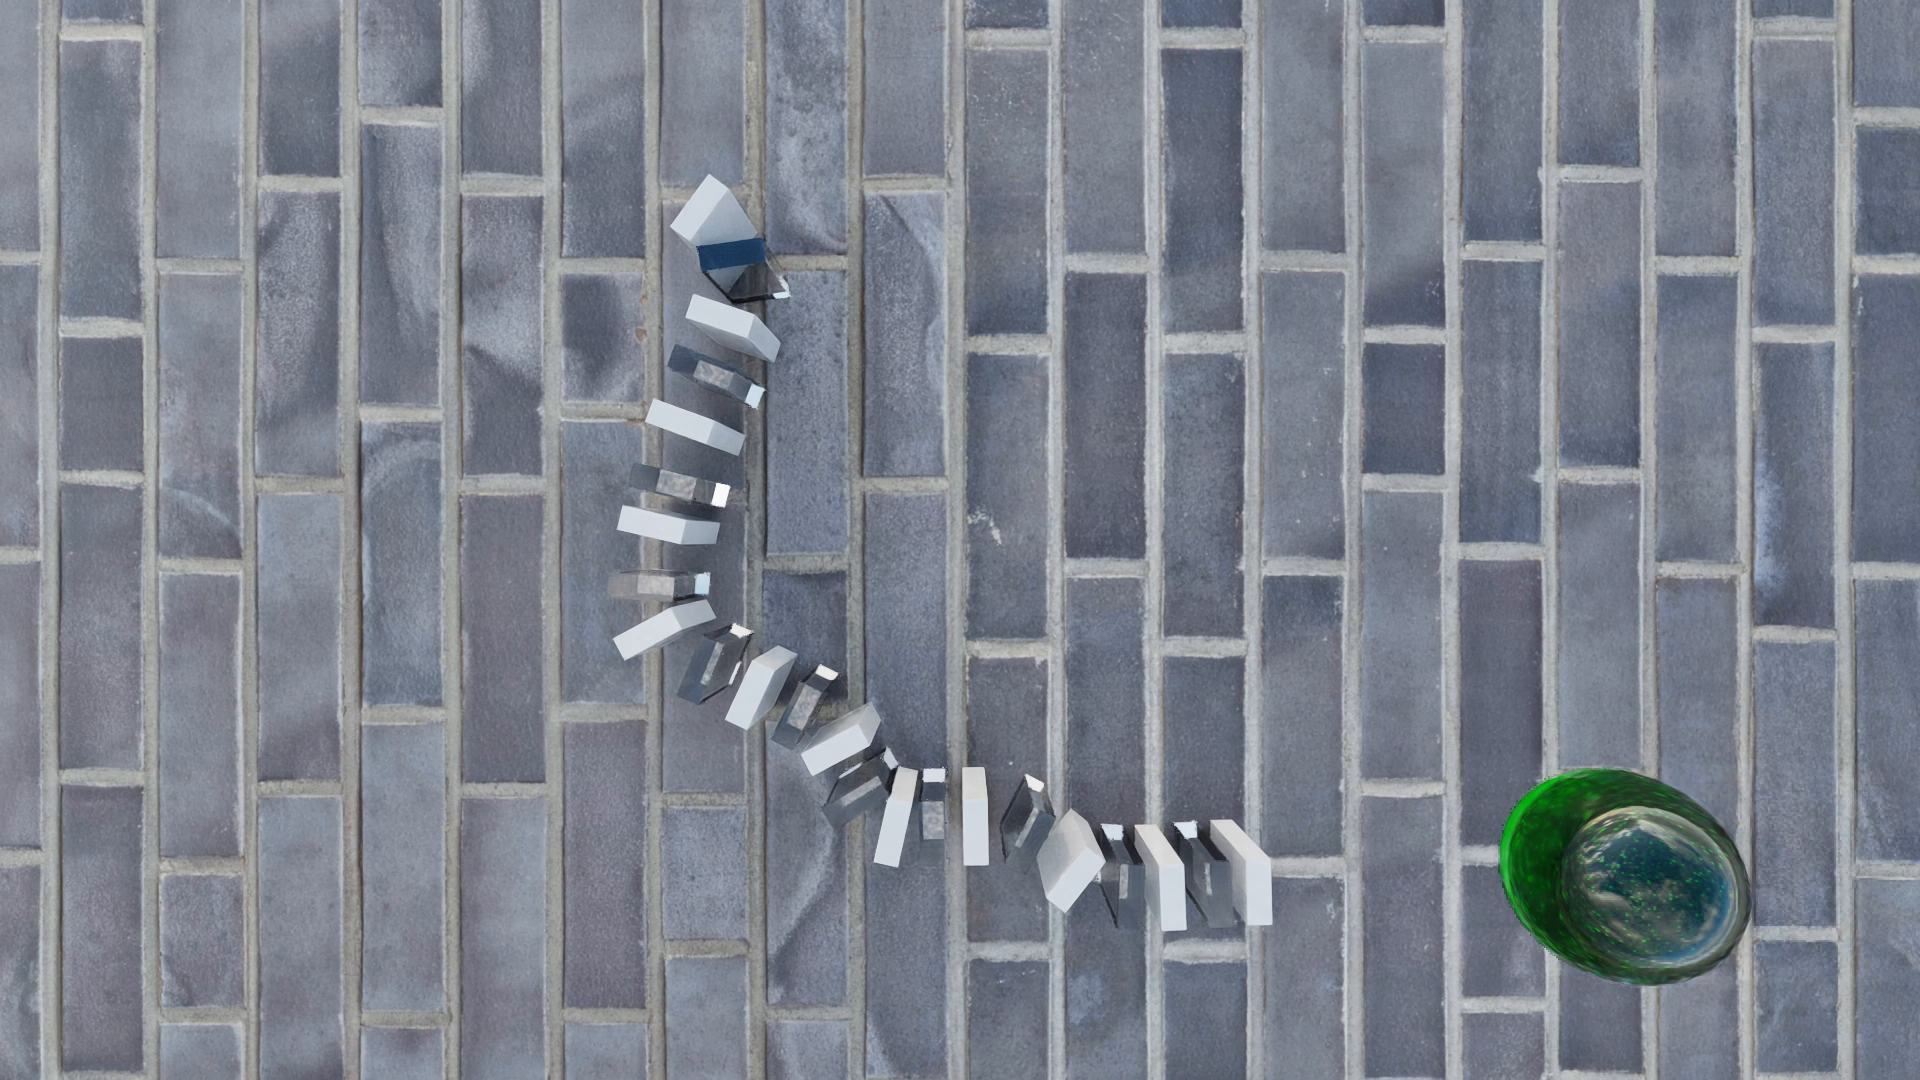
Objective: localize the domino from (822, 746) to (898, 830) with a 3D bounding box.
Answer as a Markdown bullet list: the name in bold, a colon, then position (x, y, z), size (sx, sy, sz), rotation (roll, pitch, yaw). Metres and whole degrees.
- **domino**: position (-0.040, 0.101, 0.375), size (0.025, 0.050, 0.010), rotation (-32, 90, 0)

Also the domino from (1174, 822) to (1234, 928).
- **domino**: position (0.099, 0.136, 0.375), size (0.010, 0.050, 0.025), rotation (-4, 90, 0)

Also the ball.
- **ball**: position (0.258, 0.131, 0.360), size (0.080, 0.080, 0.080), rotation (0, 90, 0)

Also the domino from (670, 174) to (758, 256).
- **domino**: position (-0.100, -0.127, 0.375), size (0.010, 0.050, 0.025), rotation (36, 90, 0)

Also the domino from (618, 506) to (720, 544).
- **domino**: position (-0.118, -0.006, 0.375), size (0.025, 0.050, 0.009), rotation (13, 90, 0)

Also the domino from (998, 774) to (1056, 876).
- **domino**: position (0.027, 0.115, 0.375), size (0.009, 0.050, 0.025), rotation (28, 90, 0)

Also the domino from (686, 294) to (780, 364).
- **domino**: position (-0.092, -0.086, 0.375), size (0.025, 0.050, 0.009), rotation (19, 90, 0)

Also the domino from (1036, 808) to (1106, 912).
- **domino**: position (0.044, 0.130, 0.375), size (0.010, 0.050, 0.025), rotation (38, 90, 0)

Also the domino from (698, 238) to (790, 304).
- **domino**: position (-0.087, -0.109, 0.375), size (0.025, 0.050, 0.010), rotation (-8, 90, 0)

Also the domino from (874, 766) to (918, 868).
- **domino**: position (-0.026, 0.112, 0.375), size (0.010, 0.050, 0.025), rotation (13, 90, 0)

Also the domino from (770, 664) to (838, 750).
- **domino**: position (-0.063, 0.067, 0.375), size (0.010, 0.050, 0.025), rotation (27, 90, 0)

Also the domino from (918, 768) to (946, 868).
- **domino**: position (-0.011, 0.112, 0.375), size (0.010, 0.050, 0.025), rotation (-1, 90, 0)

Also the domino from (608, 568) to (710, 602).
- **domino**: position (-0.122, 0.018, 0.375), size (0.025, 0.050, 0.010), rotation (4, 90, 0)

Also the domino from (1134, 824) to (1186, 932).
- **domino**: position (0.081, 0.137, 0.375), size (0.009, 0.050, 0.025), rotation (-2, 90, 0)

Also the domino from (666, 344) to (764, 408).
- **domino**: position (-0.099, -0.066, 0.375), size (0.025, 0.050, 0.010), rotation (22, 90, 0)

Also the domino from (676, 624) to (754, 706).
- **domino**: position (-0.099, 0.050, 0.375), size (0.009, 0.050, 0.025), rotation (23, 90, 0)

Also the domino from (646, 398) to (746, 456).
- **domino**: position (-0.107, -0.045, 0.375), size (0.025, 0.050, 0.010), rotation (20, 90, 0)

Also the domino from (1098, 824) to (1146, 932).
- **domino**: position (0.066, 0.137, 0.375), size (0.010, 0.050, 0.025), rotation (3, 90, 0)

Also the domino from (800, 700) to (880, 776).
- **domino**: position (-0.048, 0.080, 0.375), size (0.025, 0.050, 0.009), rotation (-28, 90, 0)

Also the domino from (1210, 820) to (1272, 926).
- **domino**: position (0.114, 0.135, 0.375), size (0.010, 0.050, 0.025), rotation (-1, 90, 0)

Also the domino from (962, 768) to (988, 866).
- **domino**: position (0.006, 0.112, 0.375), size (0.010, 0.050, 0.025), rotation (-1, 90, 0)

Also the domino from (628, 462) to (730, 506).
- **domino**: position (-0.114, -0.022, 0.375), size (0.025, 0.050, 0.009), rotation (14, 90, 0)

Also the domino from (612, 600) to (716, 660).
- **domino**: position (-0.119, 0.036, 0.375), size (0.025, 0.050, 0.009), rotation (-28, 90, 0)

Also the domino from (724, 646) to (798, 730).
- **domino**: position (-0.080, 0.059, 0.375), size (0.009, 0.050, 0.025), rotation (25, 90, 0)
